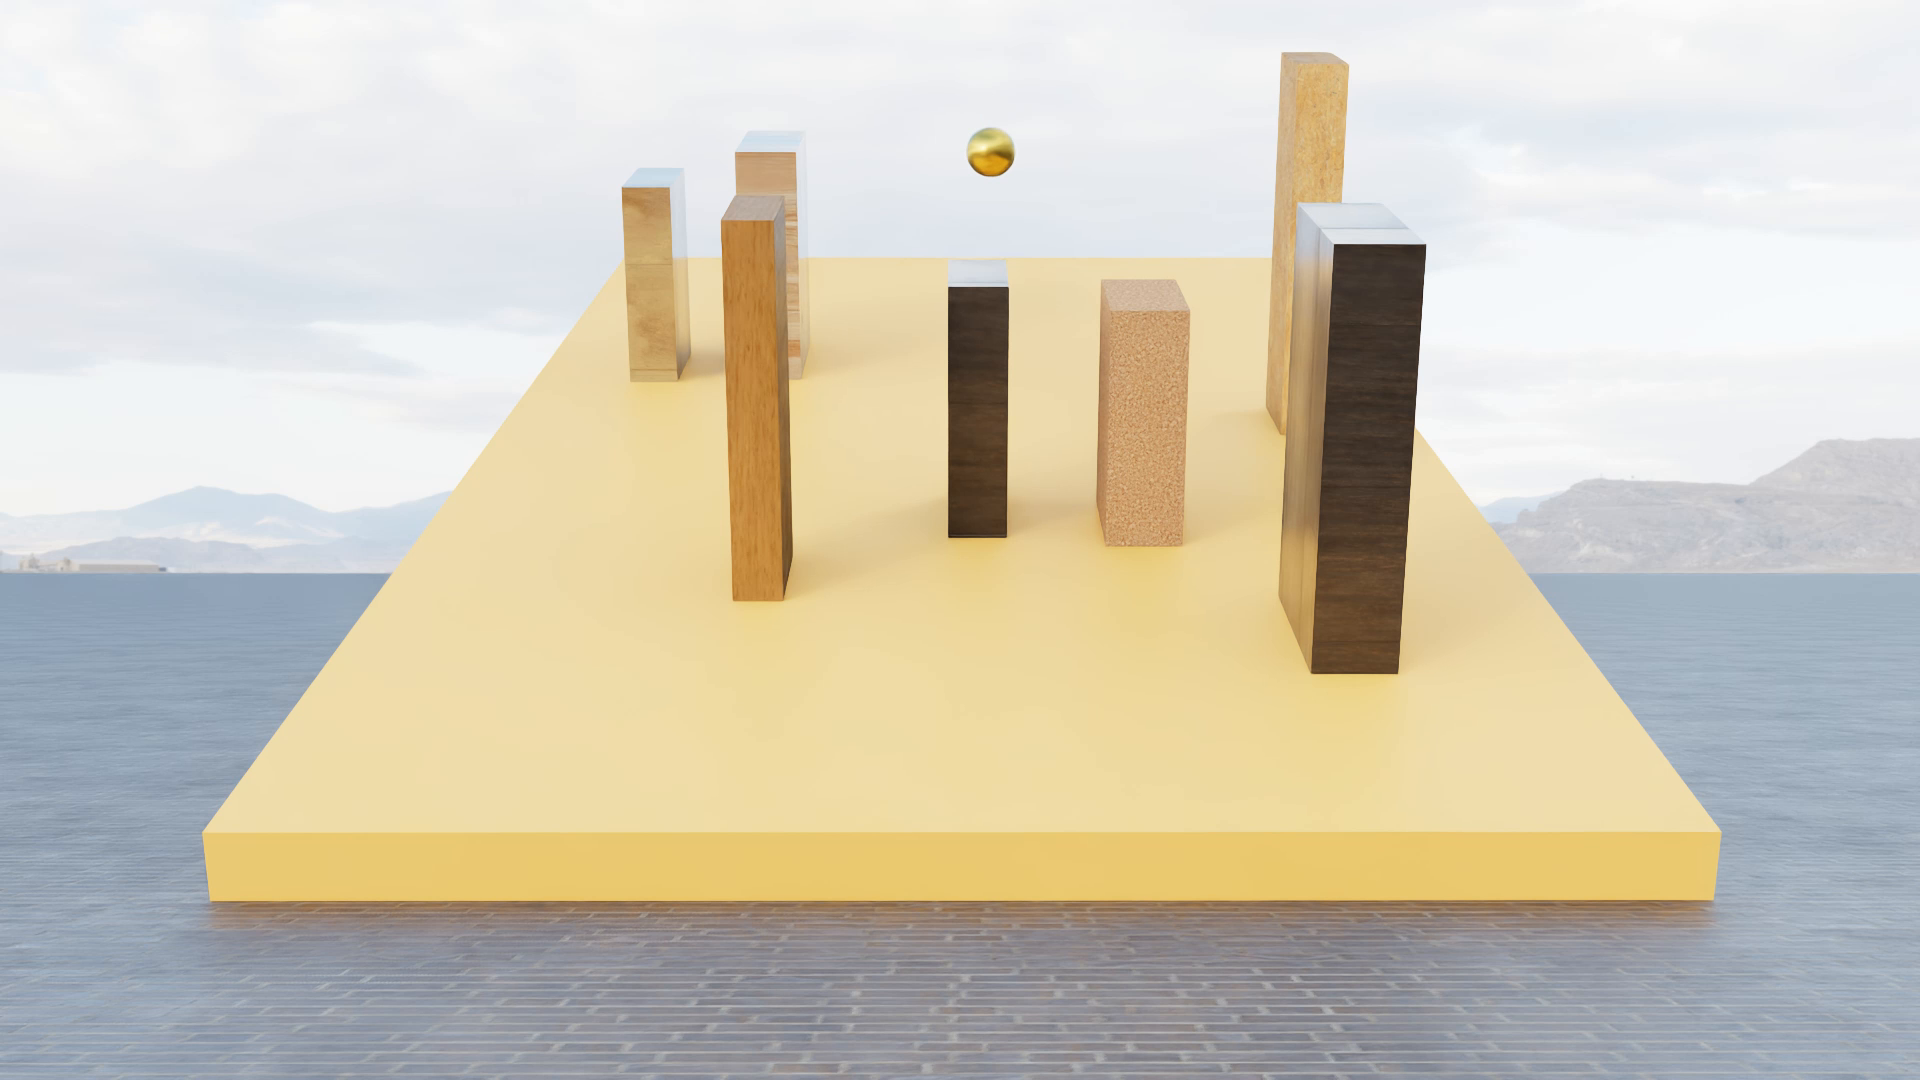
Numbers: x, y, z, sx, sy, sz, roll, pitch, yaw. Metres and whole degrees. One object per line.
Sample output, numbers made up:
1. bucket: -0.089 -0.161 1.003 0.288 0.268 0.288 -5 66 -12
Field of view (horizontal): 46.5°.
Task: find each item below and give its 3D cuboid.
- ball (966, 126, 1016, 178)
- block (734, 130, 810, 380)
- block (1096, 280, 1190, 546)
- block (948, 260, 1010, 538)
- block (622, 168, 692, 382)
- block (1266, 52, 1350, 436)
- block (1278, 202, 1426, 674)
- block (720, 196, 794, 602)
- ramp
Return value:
1. ball: 0.090 -1.131 6.517 0.146 0.146 0.146 0 -1 0
2. block: -0.447 -0.691 5.382 0.141 0.536 0.366 0 18 0
3. block: 0.337 -0.240 4.158 0.141 0.439 0.281 0 18 0
4. block: 0.032 -0.268 4.188 0.109 0.471 0.255 0 18 0
5. block: -0.721 -0.635 5.333 0.111 0.460 0.293 0 18 0
6. block: 0.744 -0.638 4.821 0.105 0.787 0.246 0 18 0
7. block: 0.615 -0.169 3.556 0.136 0.676 0.365 0 18 0
8. block: -0.344 -0.243 3.822 0.086 0.651 0.248 0 18 0
9. ramp: -0.004 -0.187 4.862 2.000 0.100 4.000 0 18 0
